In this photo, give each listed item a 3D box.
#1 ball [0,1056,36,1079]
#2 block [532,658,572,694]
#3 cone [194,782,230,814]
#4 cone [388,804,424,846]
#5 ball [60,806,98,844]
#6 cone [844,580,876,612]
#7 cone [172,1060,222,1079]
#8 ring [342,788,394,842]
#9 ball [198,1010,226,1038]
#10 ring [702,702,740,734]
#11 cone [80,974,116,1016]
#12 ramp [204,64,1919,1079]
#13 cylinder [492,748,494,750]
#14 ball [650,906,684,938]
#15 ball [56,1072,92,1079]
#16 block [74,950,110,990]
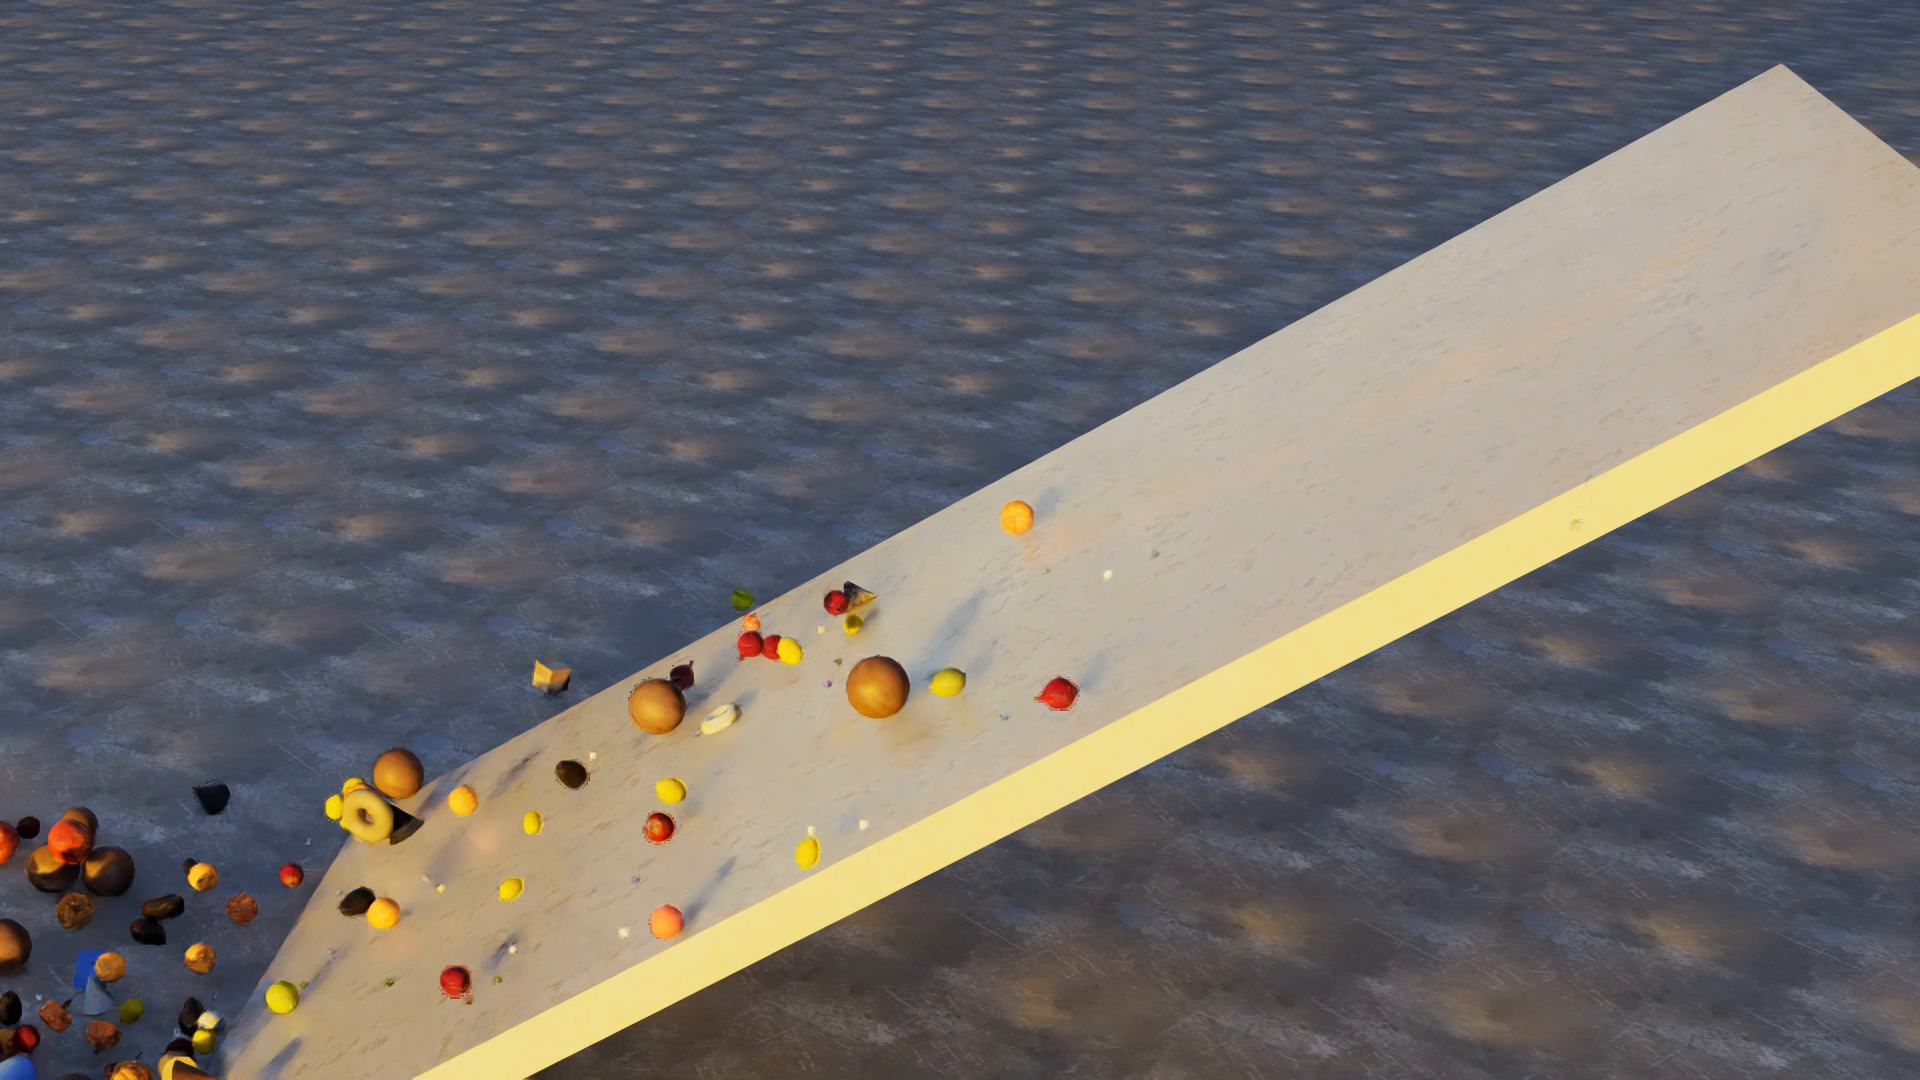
[{"bbox_3d":[-2.062,1.171,6.427,0.085,0.085,0.085,0,18,0],"label":"ball"},{"bbox_3d":[-1.204,0.400,8.680,0.074,0.074,0.074,28,25,38],"label":"block"},{"bbox_3d":[-2.015,0.677,7.843,0.093,0.093,0.093,9,-15,25],"label":"cone"},{"bbox_3d":[-1.388,0.682,7.235,0.098,0.098,0.098,-29,14,8],"label":"cone"},{"bbox_3d":[-2.306,0.745,7.696,0.096,0.096,0.096,0,18,0],"label":"ball"},{"bbox_3d":[-0.228,0.131,6.882,0.075,0.075,0.075,0,18,10],"label":"cone"},{"bbox_3d":[-1.607,1.146,6.224,0.098,0.098,0.098,-3,18,-1],"label":"cone"},{"bbox_3d":[-1.446,0.673,7.186,0.143,0.143,0.048,8,26,22],"label":"ring"},{"bbox_3d":[-1.663,1.076,6.535,0.062,0.062,0.062,0,18,0],"label":"ball"},{"bbox_3d":[-0.536,0.400,6.601,0.098,0.033,0.098,-28,15,8],"label":"ring"},{"bbox_3d":[-2.004,1.041,6.805,0.085,0.085,0.085,-6,19,2],"label":"cone"},{"bbox_3d":[0.142,0.168,6.284,4.000,0.100,2.000,-28,15,12],"label":"ramp"},{"bbox_3d":[-1.237,0.588,7.769,0.059,0.059,0.059,10,24,28],"label":"cylinder"},{"bbox_3d":[-0.549,0.715,5.509,0.060,0.060,0.060,0,18,0],"label":"ball"},{"bbox_3d":[-1.910,1.195,6.336,0.097,0.097,0.097,0,18,0],"label":"ball"},{"bbox_3d":[-2.040,1.011,6.913,0.069,0.069,0.069,8,16,-11],"label":"block"}]
